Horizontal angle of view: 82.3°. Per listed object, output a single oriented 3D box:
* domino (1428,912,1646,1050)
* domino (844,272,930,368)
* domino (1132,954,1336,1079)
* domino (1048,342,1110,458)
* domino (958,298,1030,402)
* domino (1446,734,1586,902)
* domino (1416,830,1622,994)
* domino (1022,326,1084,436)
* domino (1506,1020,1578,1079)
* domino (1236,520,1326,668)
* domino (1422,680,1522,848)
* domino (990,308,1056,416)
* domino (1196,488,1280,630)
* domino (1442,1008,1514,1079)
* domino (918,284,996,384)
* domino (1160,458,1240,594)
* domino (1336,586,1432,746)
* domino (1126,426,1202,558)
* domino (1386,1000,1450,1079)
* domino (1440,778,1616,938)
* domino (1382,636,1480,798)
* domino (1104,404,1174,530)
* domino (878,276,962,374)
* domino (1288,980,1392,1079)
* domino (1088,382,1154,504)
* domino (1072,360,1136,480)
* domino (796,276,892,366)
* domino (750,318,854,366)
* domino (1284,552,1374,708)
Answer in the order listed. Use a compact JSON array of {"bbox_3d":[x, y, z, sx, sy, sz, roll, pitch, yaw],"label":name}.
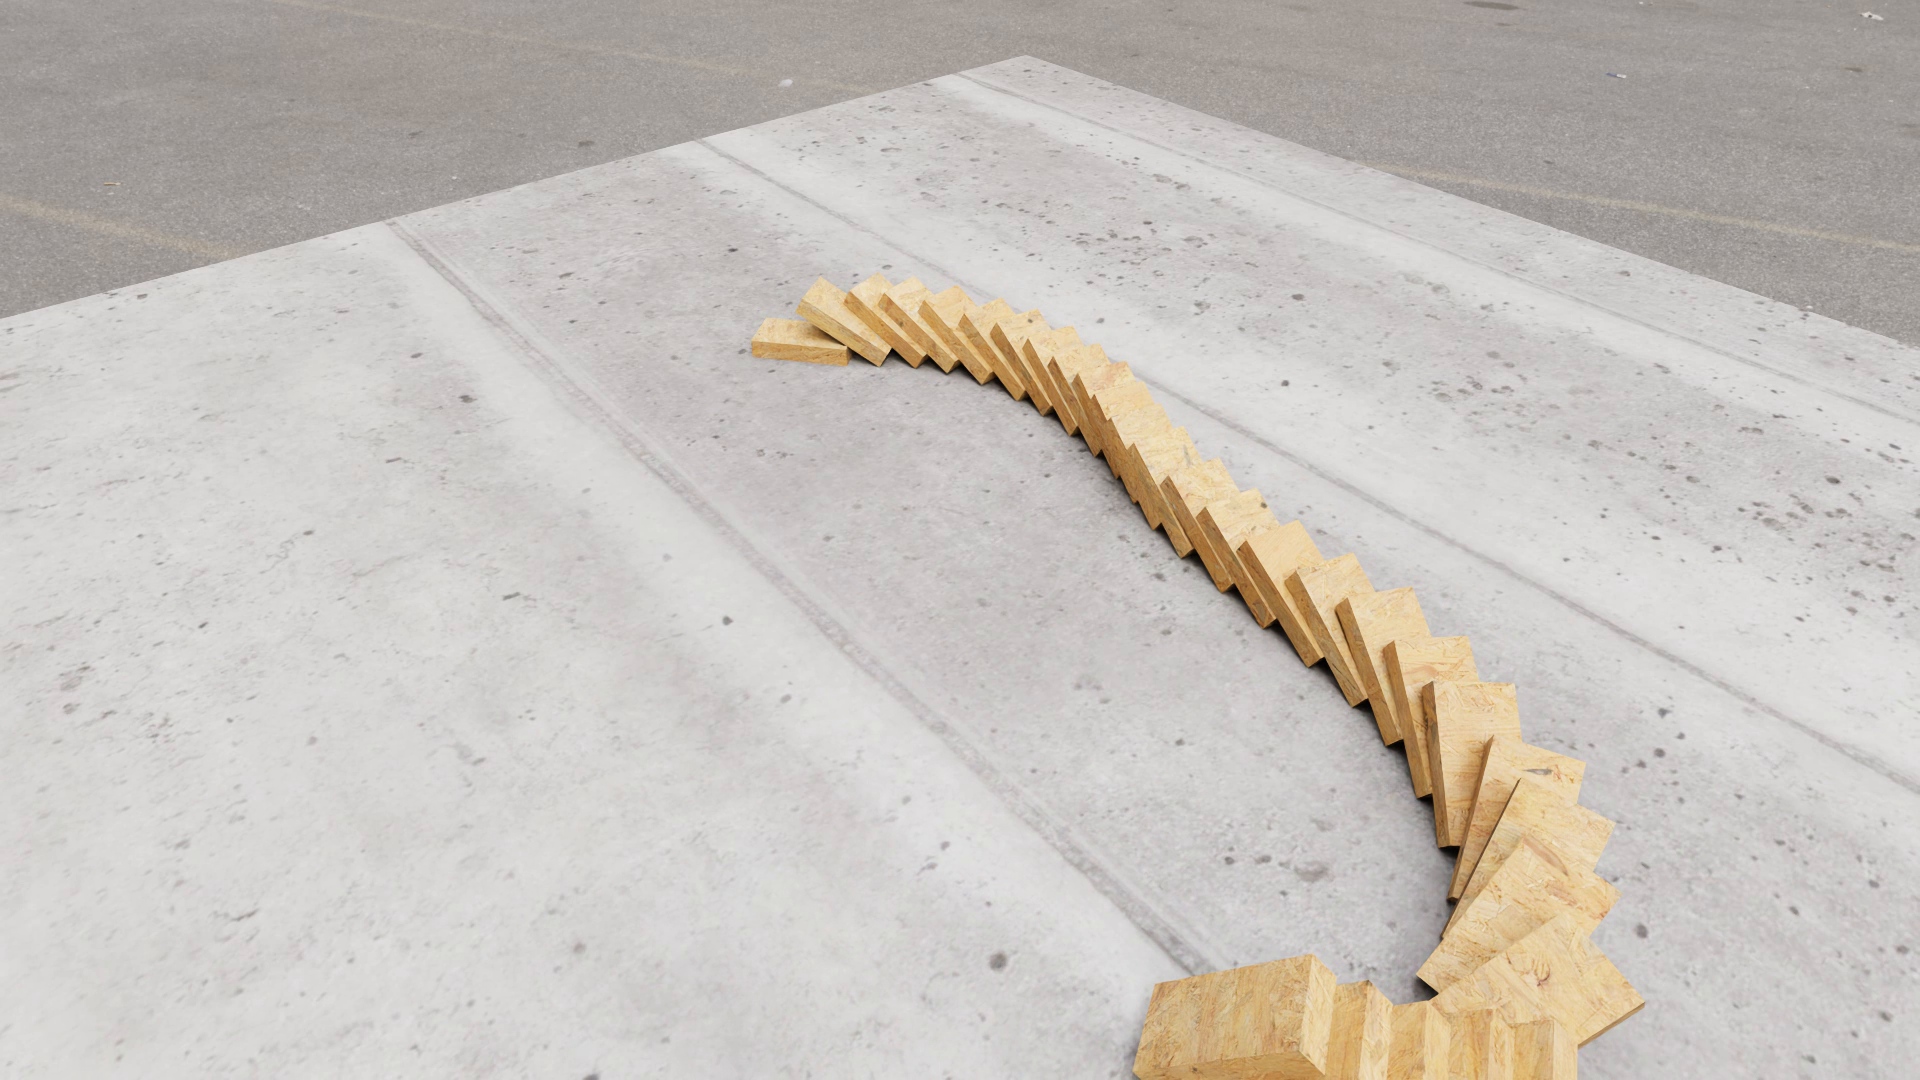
[{"bbox_3d":[0.141,0.119,0.277,0.050,0.010,0.025,-37,49,6],"label":"domino"},{"bbox_3d":[-0.032,-0.113,0.562,0.050,0.010,0.025,42,48,3],"label":"domino"},{"bbox_3d":[0.067,0.120,0.271,0.009,0.050,0.025,46,42,-13],"label":"domino"},{"bbox_3d":[0.063,-0.064,0.504,0.025,0.010,0.050,-19,72,-21],"label":"domino"},{"bbox_3d":[0.024,-0.094,0.540,0.025,0.010,0.050,-29,75,-30],"label":"domino"},{"bbox_3d":[0.162,0.085,0.321,0.025,0.009,0.050,17,72,20],"label":"domino"},{"bbox_3d":[0.148,0.105,0.293,0.025,0.010,0.050,38,87,33],"label":"domino"},{"bbox_3d":[0.052,-0.075,0.517,0.025,0.009,0.050,-19,73,-23],"label":"domino"},{"bbox_3d":[0.118,0.129,0.259,0.009,0.050,0.025,46,45,-13],"label":"domino"},{"bbox_3d":[0.126,0.019,0.404,0.025,0.009,0.050,-19,68,-22],"label":"domino"},{"bbox_3d":[0.160,0.069,0.340,0.025,0.010,0.050,2,70,2],"label":"domino"},{"bbox_3d":[0.039,-0.086,0.529,0.025,0.010,0.050,-23,74,-28],"label":"domino"},{"bbox_3d":[0.114,0.006,0.419,0.025,0.010,0.050,-19,69,-22],"label":"domino"},{"bbox_3d":[0.104,0.128,0.261,0.009,0.050,0.025,46,44,-13],"label":"domino"},{"bbox_3d":[0.005,-0.103,0.550,0.025,0.010,0.050,-33,78,-38],"label":"domino"},{"bbox_3d":[0.103,-0.006,0.434,0.025,0.009,0.050,-19,70,-22],"label":"domino"},{"bbox_3d":[0.149,0.042,0.374,0.025,0.009,0.050,-8,68,-12],"label":"domino"},{"bbox_3d":[0.091,-0.020,0.449,0.025,0.009,0.050,-19,74,-22],"label":"domino"},{"bbox_3d":[0.090,0.127,0.262,0.010,0.050,0.025,46,42,-13],"label":"domino"},{"bbox_3d":[0.157,0.095,0.305,0.025,0.009,0.050,27,82,25],"label":"domino"},{"bbox_3d":[0.156,0.057,0.356,0.025,0.009,0.050,-3,67,-3],"label":"domino"},{"bbox_3d":[0.083,-0.031,0.462,0.025,0.009,0.050,-17,73,-20],"label":"domino"},{"bbox_3d":[-0.015,-0.110,0.557,0.050,0.010,0.025,45,48,5],"label":"domino"},{"bbox_3d":[0.078,0.124,0.266,0.009,0.050,0.025,46,42,-13],"label":"domino"},{"bbox_3d":[0.077,-0.043,0.476,0.025,0.009,0.050,-16,73,-20],"label":"domino"},{"bbox_3d":[0.072,-0.054,0.490,0.025,0.009,0.050,-16,73,-19],"label":"domino"},{"bbox_3d":[-0.056,-0.111,0.561,0.050,0.010,0.025,32,41,-8],"label":"domino"},{"bbox_3d":[-0.080,-0.103,0.569,0.050,0.009,0.025,7,40,8],"label":"domino"},{"bbox_3d":[0.139,0.031,0.389,0.025,0.009,0.050,-15,68,-18],"label":"domino"}]
